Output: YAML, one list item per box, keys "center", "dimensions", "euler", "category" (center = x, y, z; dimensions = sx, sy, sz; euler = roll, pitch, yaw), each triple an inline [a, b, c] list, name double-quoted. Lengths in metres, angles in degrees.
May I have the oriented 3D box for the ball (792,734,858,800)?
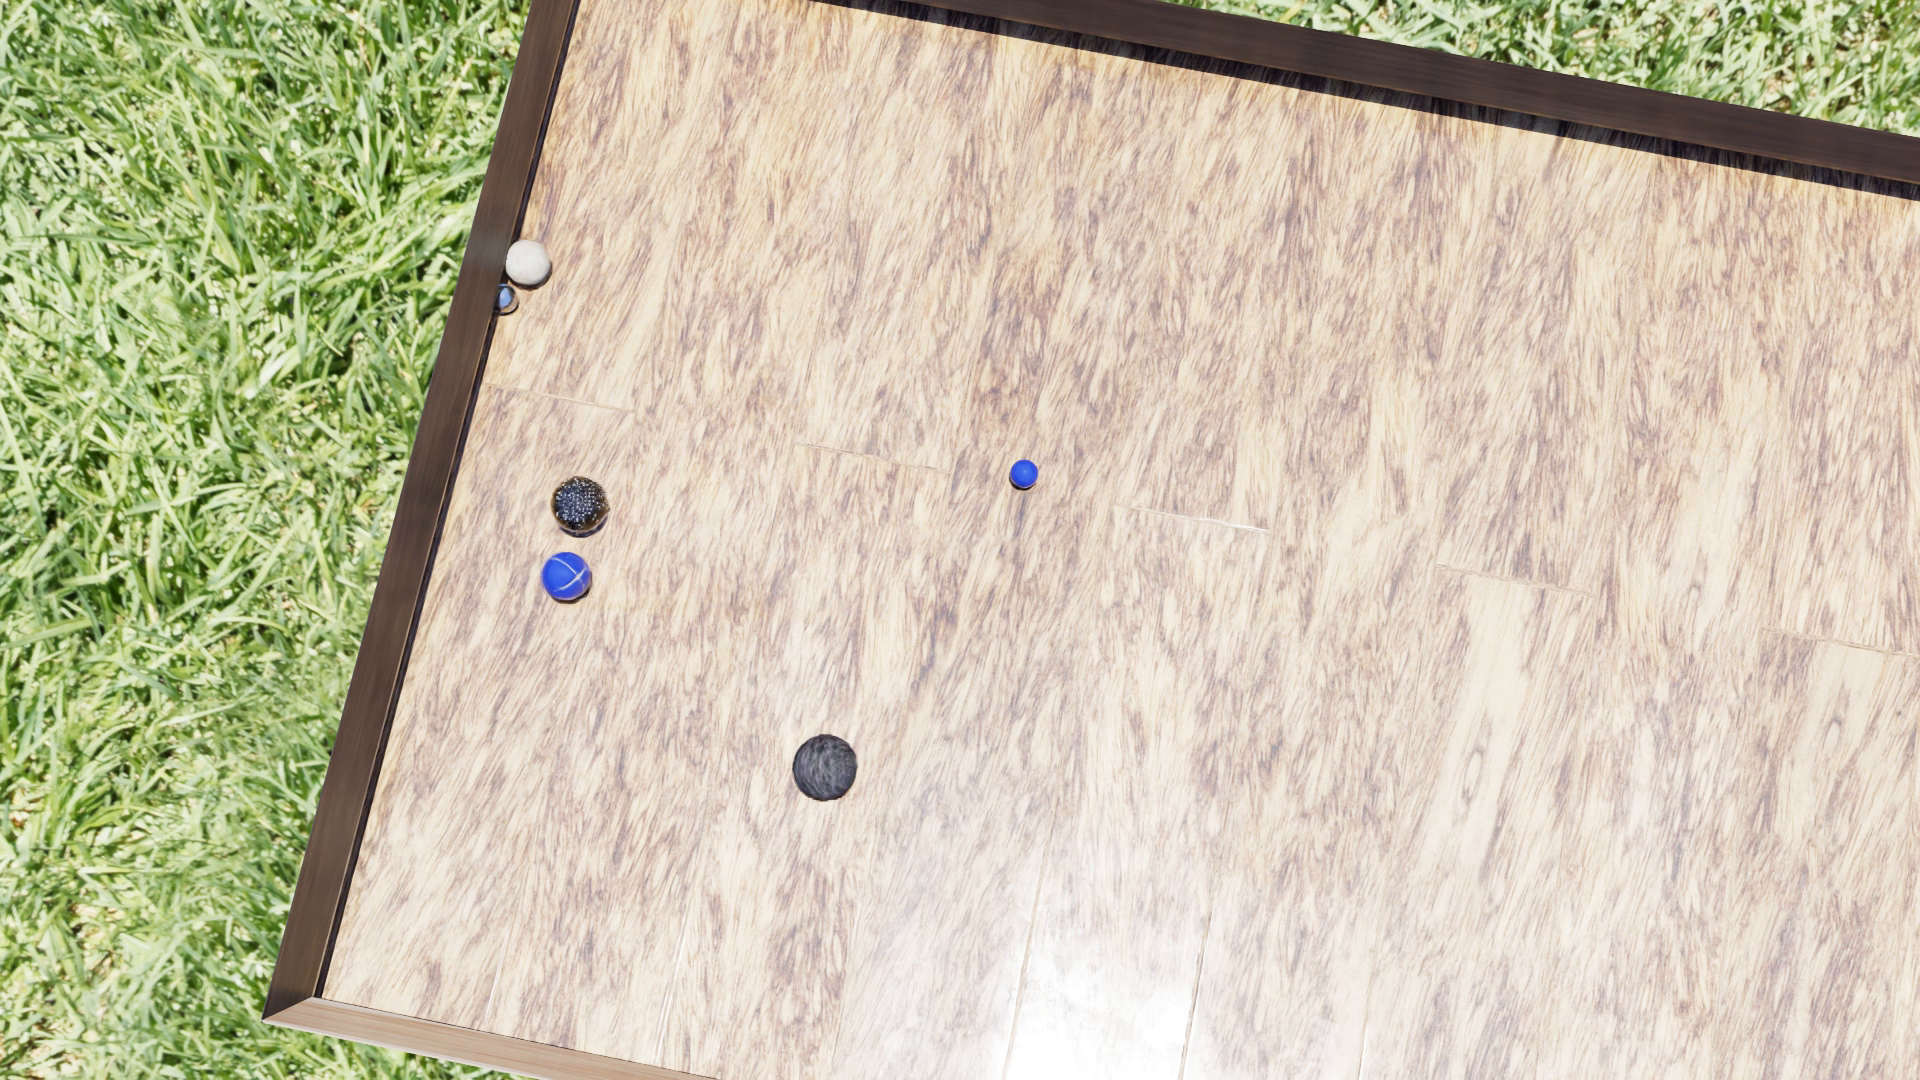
- center: [-0.198, 0.333, 3.233]
  dimensions: [0.095, 0.095, 0.095]
  euler: [0, 76, 0]
  category: "ball"

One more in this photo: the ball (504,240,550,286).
- center: [-0.675, -0.433, 3.431]
  dimensions: [0.071, 0.071, 0.071]
  euler: [0, 76, 0]
  category: "ball"

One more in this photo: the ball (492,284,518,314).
- center: [-0.713, -0.376, 3.431]
  dimensions: [0.045, 0.045, 0.045]
  euler: [0, 76, 0]
  category: "ball"

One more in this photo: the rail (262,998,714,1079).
- center: [0.638, 0.975, 3.063]
  dimensions: [3.287, 0.124, 0.045]
  euler: [11, 77, 3]
  category: "rail"

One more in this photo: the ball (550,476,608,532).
- center: [-0.577, -0.054, 3.332]
  dimensions: [0.086, 0.086, 0.086]
  euler: [0, 76, 0]
  category: "ball"

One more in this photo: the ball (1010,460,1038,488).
- center: [0.098, -0.102, 3.365]
  dimensions: [0.044, 0.044, 0.044]
  euler: [0, 76, 0]
  category: "ball"

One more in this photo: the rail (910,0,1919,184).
- center: [0.974, -0.679, 3.463]
  dimensions: [3.287, 0.124, 0.045]
  euler: [11, 77, 3]
  category: "rail"

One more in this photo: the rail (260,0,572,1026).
- center: [-0.783, -0.157, 3.336]
  dimensions: [0.045, 0.124, 1.782]
  euler: [11, 77, 3]
  category: "rail"

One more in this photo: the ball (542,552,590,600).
- center: [-0.593, 0.054, 3.312]
  dimensions: [0.074, 0.074, 0.074]
  euler: [0, 76, 0]
  category: "ball"
